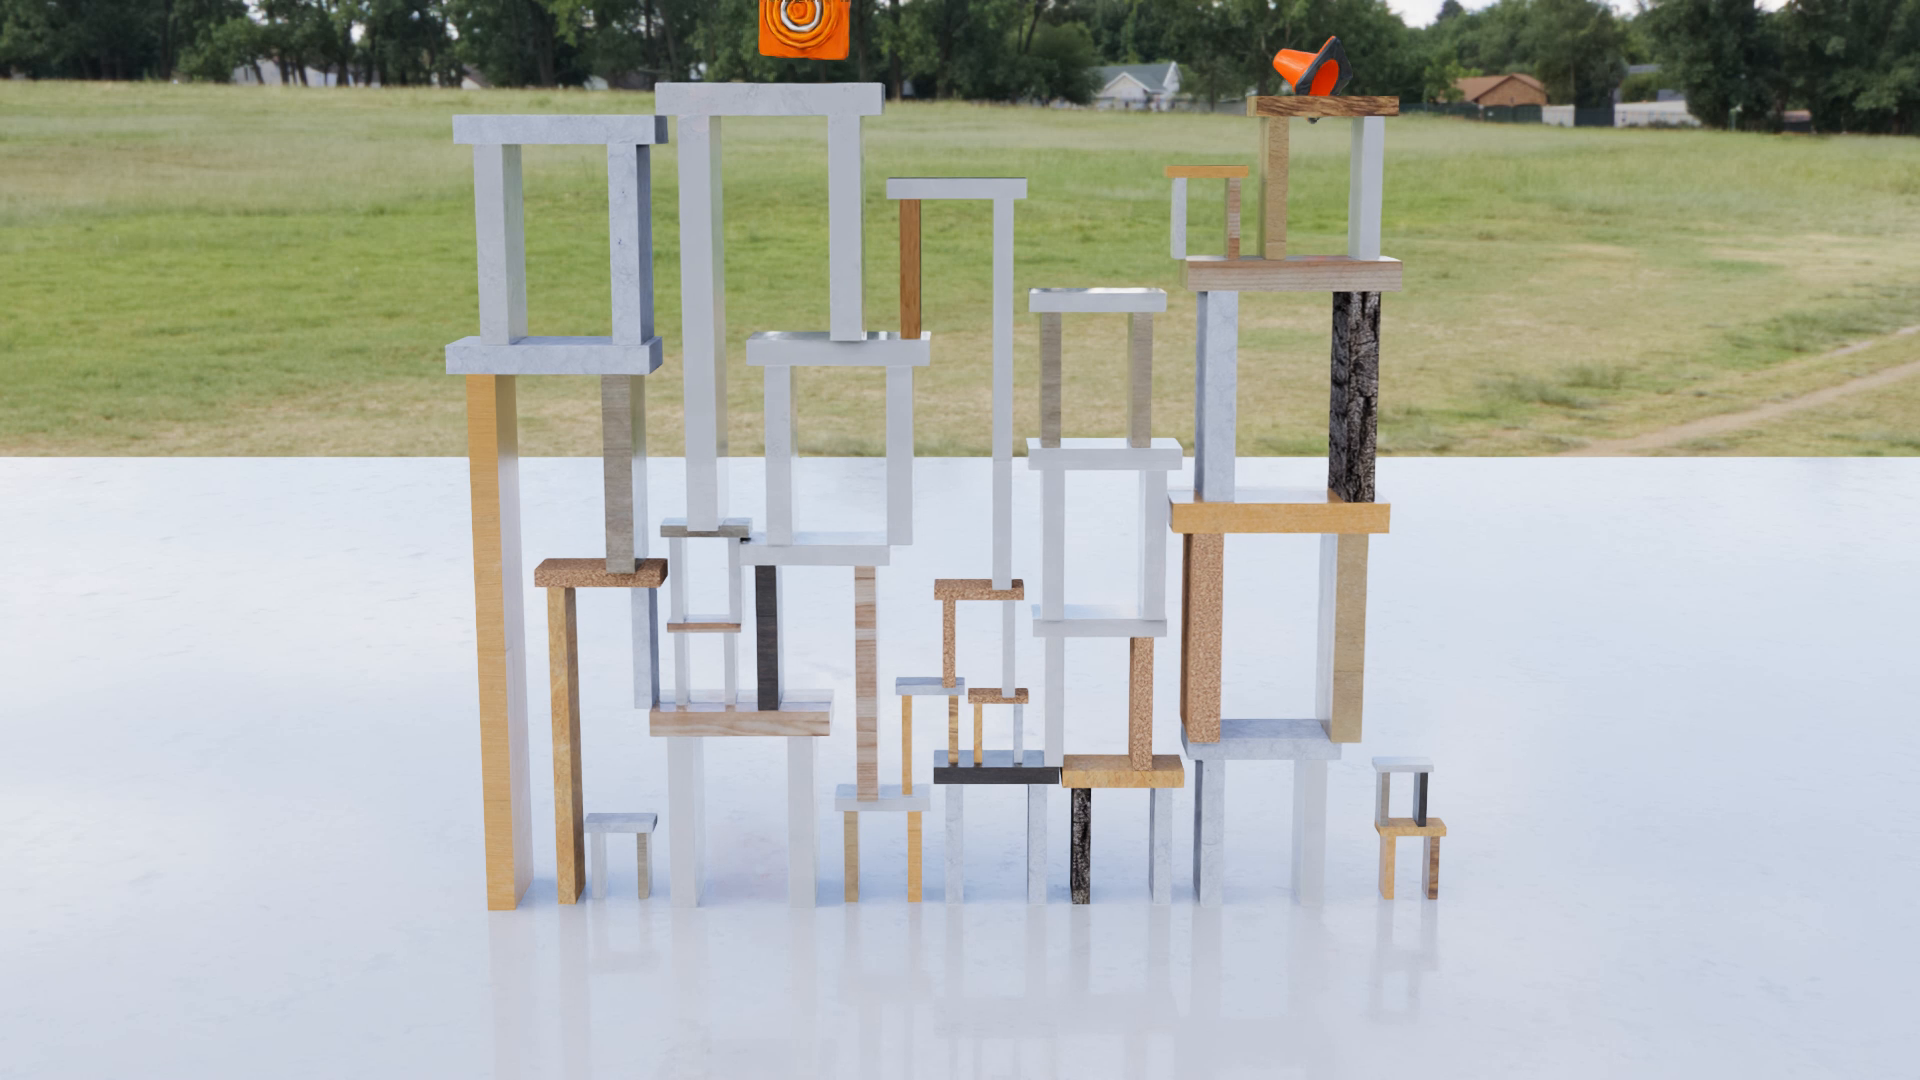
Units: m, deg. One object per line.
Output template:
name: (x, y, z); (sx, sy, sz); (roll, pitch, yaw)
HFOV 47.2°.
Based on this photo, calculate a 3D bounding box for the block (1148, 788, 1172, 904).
block: (0.333, 0.493, 3.649); (0.028, 0.199, 0.099); (0, 11, 0)

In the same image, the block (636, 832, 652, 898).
block: (-0.525, 0.533, 3.661); (0.016, 0.114, 0.057); (0, 11, 0)

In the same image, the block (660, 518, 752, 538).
block: (-0.409, -0.020, 3.556); (0.141, 0.020, 0.071); (0, 11, 0)

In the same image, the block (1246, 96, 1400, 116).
block: (0.565, -0.678, 3.438); (0.220, 0.031, 0.110); (0, 11, 0)

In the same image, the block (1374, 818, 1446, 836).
block: (0.747, 0.476, 3.646); (0.109, 0.015, 0.054); (0, 11, 0)

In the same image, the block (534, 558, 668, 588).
block: (-0.581, 0.053, 3.567); (0.201, 0.028, 0.100); (0, 11, 0)

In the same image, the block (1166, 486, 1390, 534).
block: (0.507, -0.050, 3.550); (0.342, 0.048, 0.171); (0, 11, 0)

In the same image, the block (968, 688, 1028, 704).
block: (0.063, 0.256, 3.606); (0.099, 0.014, 0.050); (0, 11, 0)

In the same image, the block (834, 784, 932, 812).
block: (-0.127, 0.426, 3.636); (0.157, 0.022, 0.078); (0, 11, 0)

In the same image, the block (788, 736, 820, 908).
block: (-0.258, 0.447, 3.646); (0.041, 0.291, 0.145); (0, 11, 0)

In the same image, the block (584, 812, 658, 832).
block: (-0.563, 0.469, 3.649); (0.114, 0.016, 0.057); (0, 11, 0)

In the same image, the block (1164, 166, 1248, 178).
block: (0.386, -0.579, 3.454); (0.126, 0.018, 0.063); (0, 11, -1)

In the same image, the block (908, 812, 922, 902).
block: (-0.075, 0.514, 3.652); (0.022, 0.157, 0.078); (0, 11, 0)

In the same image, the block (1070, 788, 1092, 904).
block: (0.200, 0.493, 3.649); (0.028, 0.199, 0.099); (0, 11, 0)

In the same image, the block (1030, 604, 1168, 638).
block: (0.225, 0.131, 3.588); (0.216, 0.031, 0.108); (0, 11, 0)

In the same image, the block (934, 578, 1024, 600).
block: (0.031, 0.080, 3.571); (0.145, 0.021, 0.072); (0, 11, 0)

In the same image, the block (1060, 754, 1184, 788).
block: (0.266, 0.381, 3.628); (0.199, 0.028, 0.099); (0, 11, 0)

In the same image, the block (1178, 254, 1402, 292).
block: (0.519, -0.423, 3.485); (0.331, 0.047, 0.166); (0, 11, 0)

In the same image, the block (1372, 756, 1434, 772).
block: (0.730, 0.370, 3.625); (0.094, 0.013, 0.047); (0, 11, 0)

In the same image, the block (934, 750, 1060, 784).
block: (0.059, 0.374, 3.627); (0.205, 0.029, 0.103); (0, 11, 0)

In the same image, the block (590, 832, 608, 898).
block: (-0.601, 0.533, 3.661); (0.016, 0.114, 0.057); (0, 11, 0)

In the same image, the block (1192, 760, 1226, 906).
block: (0.412, 0.467, 3.647); (0.035, 0.249, 0.125); (0, 11, 0)

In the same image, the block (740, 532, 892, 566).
block: (-0.231, 0.013, 3.558); (0.239, 0.034, 0.119); (0, 11, 0)

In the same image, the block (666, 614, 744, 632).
block: (-0.414, 0.136, 3.588); (0.121, 0.017, 0.060); (0, 11, 0)

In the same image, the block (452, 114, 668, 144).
block: (-0.621, -0.642, 3.441); (0.309, 0.044, 0.154); (0, 11, 0)

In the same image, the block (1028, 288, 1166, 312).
block: (0.215, -0.381, 3.488); (0.214, 0.030, 0.107); (0, 11, 0)

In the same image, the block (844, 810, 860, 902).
block: (-0.179, 0.513, 3.652); (0.022, 0.157, 0.078); (0, 10, 0)

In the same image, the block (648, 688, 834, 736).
block: (-0.355, 0.283, 3.615); (0.291, 0.041, 0.145); (0, 11, 0)

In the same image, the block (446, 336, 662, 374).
block: (-0.643, -0.295, 3.503); (0.317, 0.045, 0.158); (0, 11, 0)

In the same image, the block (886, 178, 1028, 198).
block: (-0.005, -0.553, 3.455); (0.217, 0.031, 0.108); (0, 11, 0)

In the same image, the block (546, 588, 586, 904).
block: (-0.647, 0.329, 3.618); (0.028, 0.533, 0.100); (0, 11, 0)

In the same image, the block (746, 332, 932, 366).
block: (-0.190, -0.306, 3.505); (0.286, 0.041, 0.143); (0, 11, 0)

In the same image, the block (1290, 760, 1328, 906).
block: (0.579, 0.467, 3.647); (0.035, 0.249, 0.125); (0, 11, 0)

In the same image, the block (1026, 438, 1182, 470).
block: (0.229, -0.138, 3.532); (0.243, 0.034, 0.121); (0, 11, 0)

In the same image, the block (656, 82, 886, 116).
block: (-0.292, -0.687, 3.431); (0.344, 0.049, 0.172); (0, 11, 0)

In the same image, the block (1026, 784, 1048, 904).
block: (0.128, 0.489, 3.649); (0.029, 0.205, 0.103); (0, 11, 0)

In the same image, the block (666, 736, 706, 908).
block: (-0.452, 0.446, 3.646); (0.041, 0.291, 0.145); (0, 11, 0)

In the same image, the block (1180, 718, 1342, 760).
block: (0.494, 0.327, 3.621); (0.249, 0.035, 0.125); (0, 11, 0)

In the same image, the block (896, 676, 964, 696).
block: (-0.049, 0.239, 3.607); (0.113, 0.016, 0.057); (0, 11, 0)

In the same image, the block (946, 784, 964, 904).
block: (-0.009, 0.489, 3.649); (0.029, 0.205, 0.103); (0, 11, 0)
